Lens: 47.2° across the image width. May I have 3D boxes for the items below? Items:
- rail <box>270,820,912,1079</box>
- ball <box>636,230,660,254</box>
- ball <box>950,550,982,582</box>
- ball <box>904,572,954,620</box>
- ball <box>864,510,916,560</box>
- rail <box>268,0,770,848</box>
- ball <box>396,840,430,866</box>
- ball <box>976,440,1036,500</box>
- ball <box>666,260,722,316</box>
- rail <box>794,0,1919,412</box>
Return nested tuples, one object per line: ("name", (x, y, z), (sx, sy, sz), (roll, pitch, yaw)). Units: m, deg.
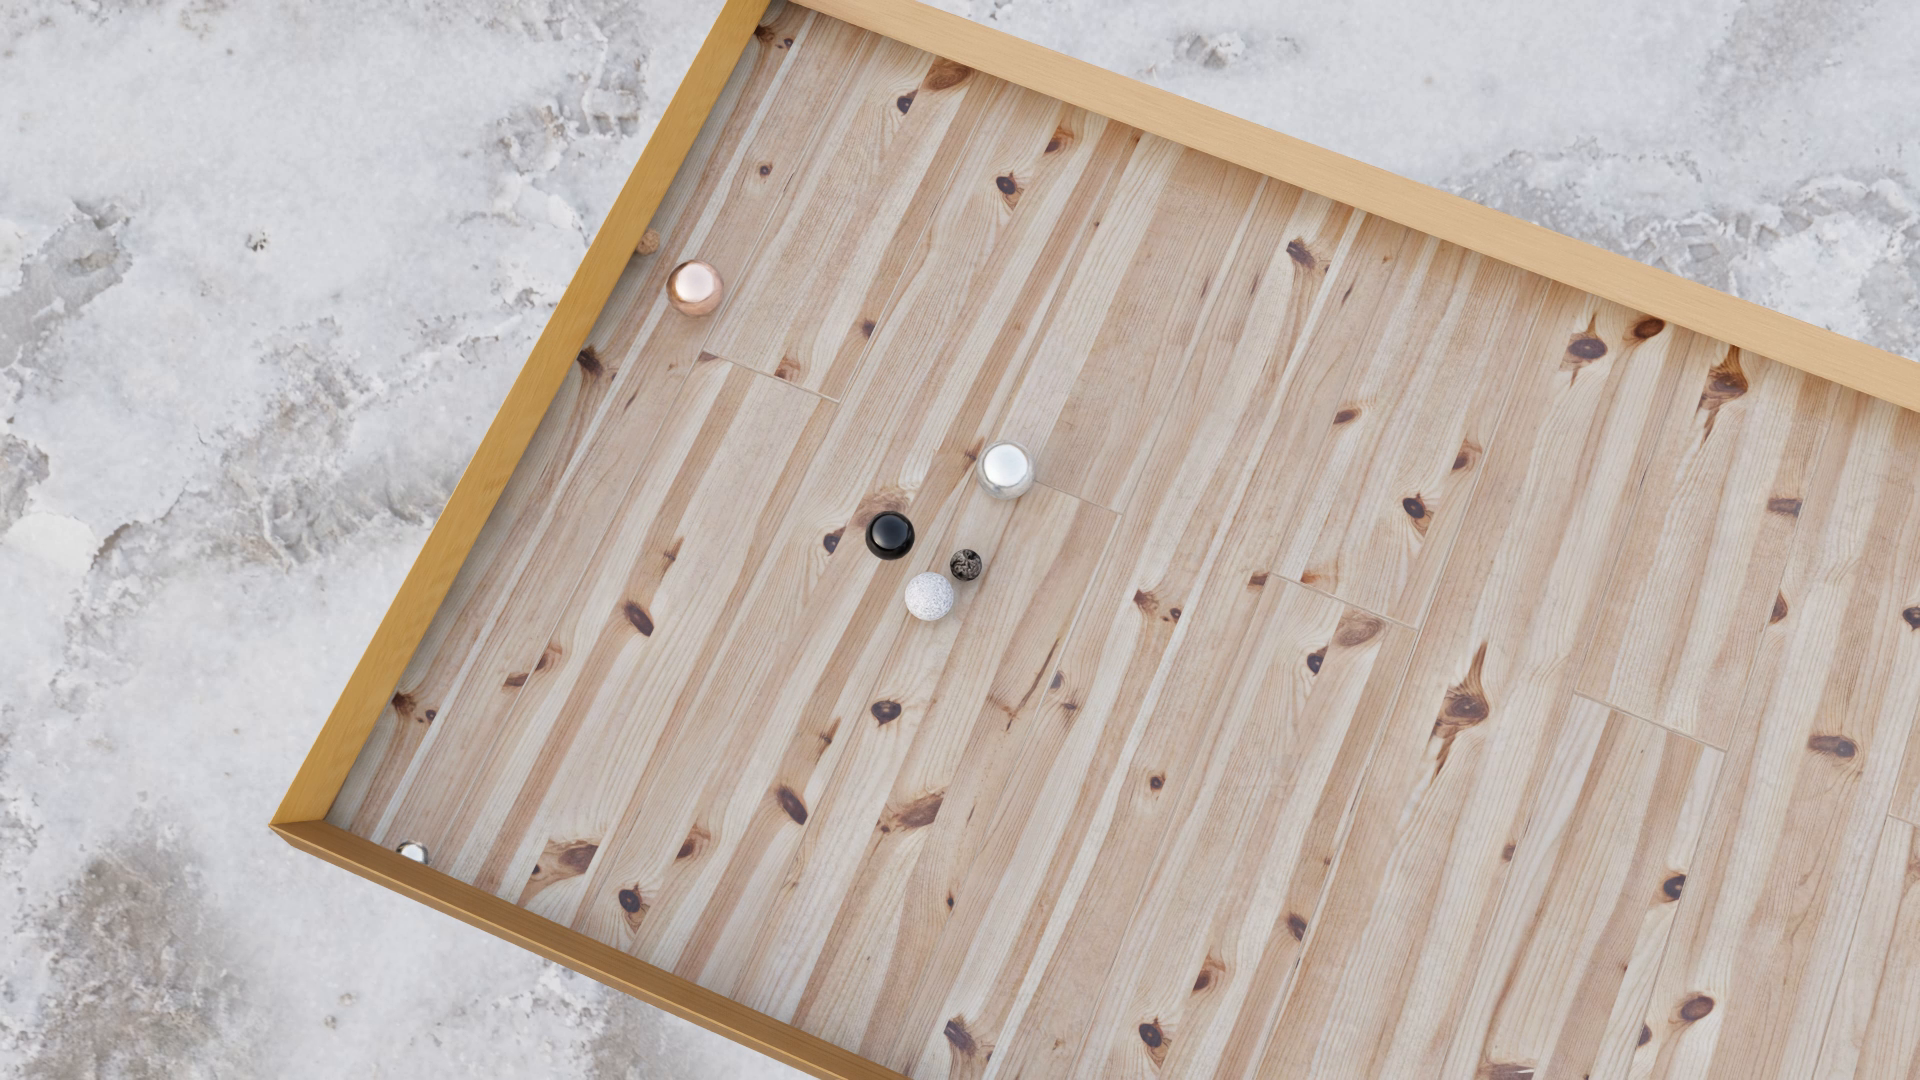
("rail", (0.357, 0.962, 3.066), (2.960, 0.125, 0.045), (22, 70, 8))
("ball", (-0.525, -0.499, 3.688), (0.042, 0.042, 0.042), (0, 68, 0))
("ball", (0.009, 0.040, 3.471), (0.051, 0.051, 0.051), (0, 68, 0))
("ball", (-0.048, 0.088, 3.438), (0.077, 0.077, 0.077), (0, 68, 0))
("ball", (-0.111, -0.007, 3.474), (0.080, 0.080, 0.080), (0, 68, 0))
("rail", (-0.658, -0.274, 3.553), (0.045, 0.125, 1.690), (22, 70, 8))
("ball", (-0.823, 0.477, 3.299), (0.051, 0.051, 0.051), (0, 68, 0))
("ball", (0.073, -0.112, 3.506), (0.096, 0.096, 0.096), (0, 68, 0))
("ball", (-0.438, -0.415, 3.628), (0.092, 0.092, 0.092), (0, 68, 0))
("rail", (1.004, -0.442, 3.620), (2.960, 0.125, 0.045), (22, 70, 8))
